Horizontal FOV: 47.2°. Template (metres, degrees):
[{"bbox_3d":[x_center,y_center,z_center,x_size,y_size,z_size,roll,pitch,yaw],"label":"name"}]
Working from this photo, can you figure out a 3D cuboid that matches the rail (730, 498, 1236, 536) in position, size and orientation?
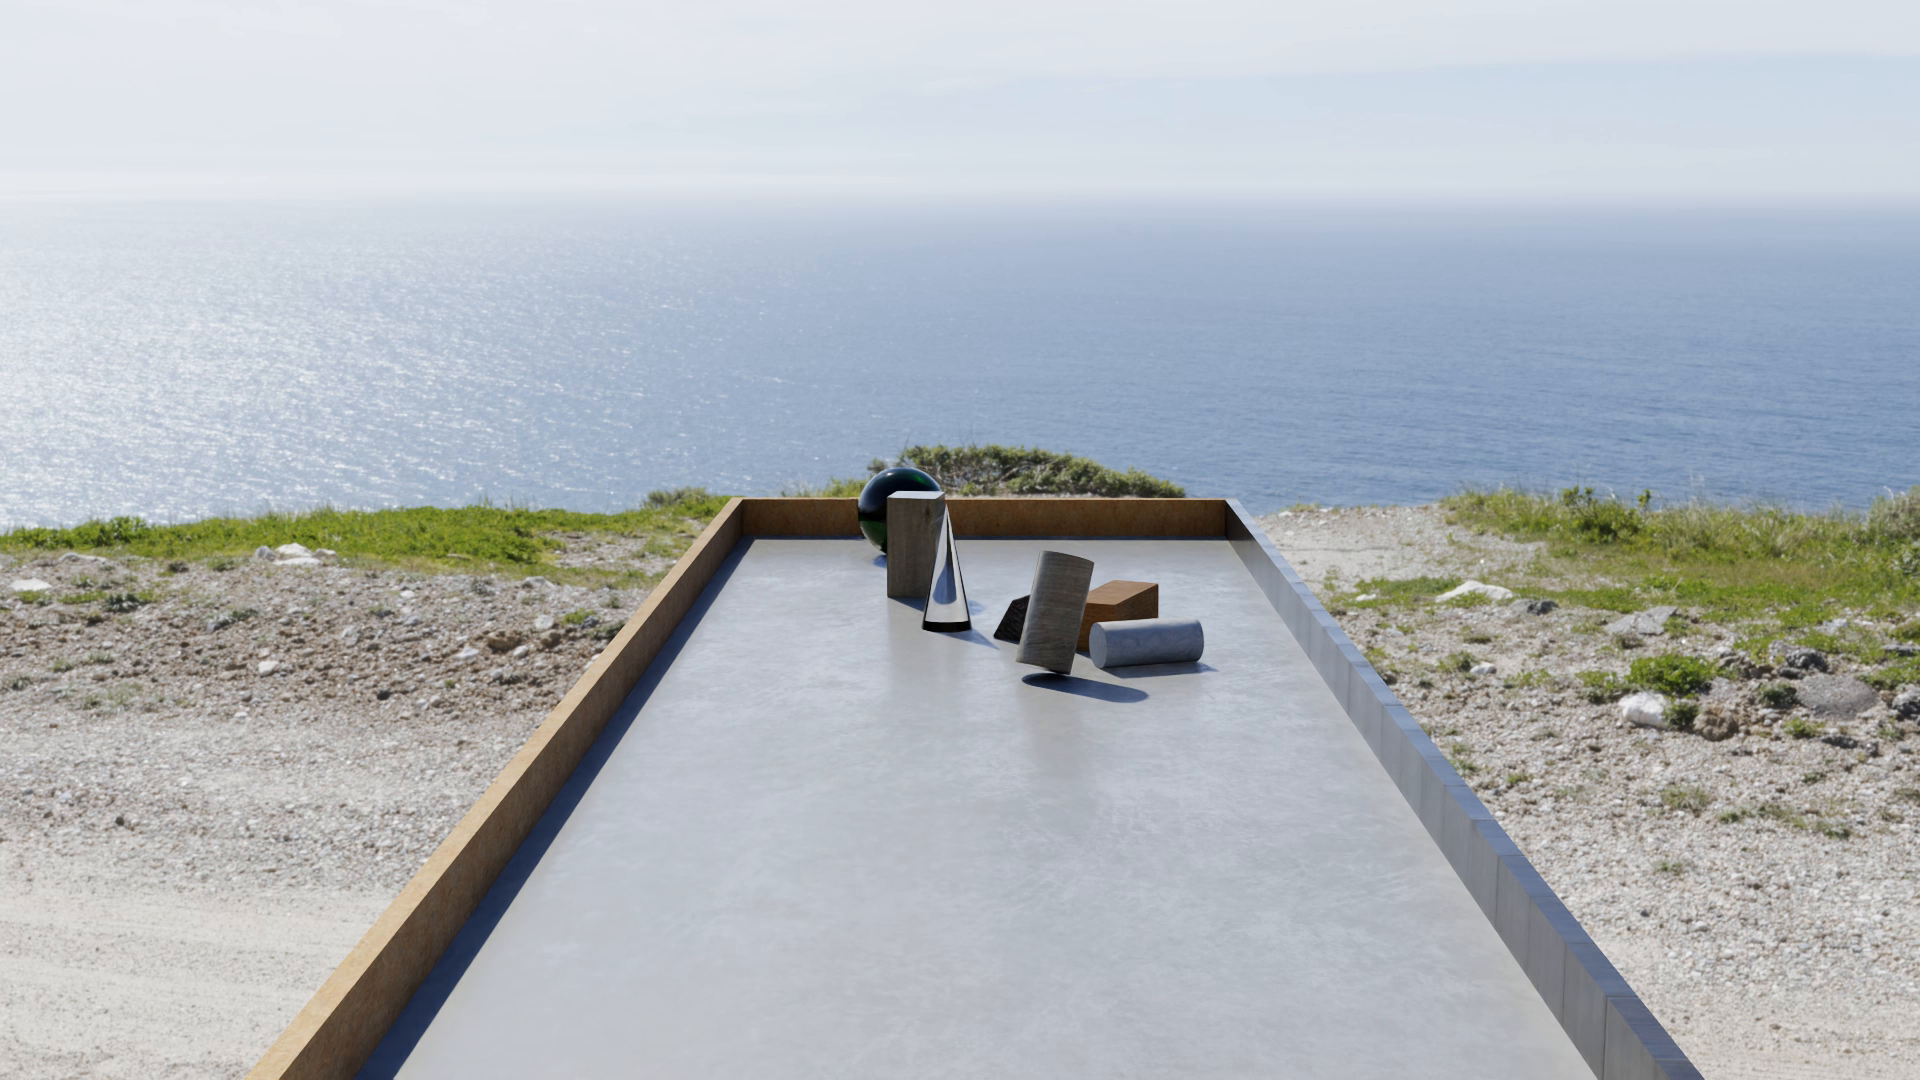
[{"bbox_3d":[0.099,-0.098,9.147,2.100,0.150,0.050,0,9,1],"label":"rail"}]

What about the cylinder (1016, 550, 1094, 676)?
[{"bbox_3d":[0.279,0.214,6.465,0.165,0.337,0.165,13,-6,1],"label":"cylinder"}]

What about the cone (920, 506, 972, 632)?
[{"bbox_3d":[-0.044,0.083,7.171,0.170,0.411,0.170,0,9,0],"label":"cone"}]

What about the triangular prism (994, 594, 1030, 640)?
[{"bbox_3d":[0.276,0.223,7.169,0.147,0.128,0.439,5,10,28],"label":"triangular prism"}]

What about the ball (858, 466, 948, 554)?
[{"bbox_3d":[-0.225,-0.111,8.585,0.353,0.353,0.353,0,9,0],"label":"ball"}]

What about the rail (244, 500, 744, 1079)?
[{"bbox_3d":[-1.004,0.839,3.234,0.050,0.150,12.000,0,9,1],"label":"rail"}]

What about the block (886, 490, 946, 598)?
[{"bbox_3d":[-0.155,0.015,7.781,0.175,0.354,0.175,2,9,11],"label":"block"}]

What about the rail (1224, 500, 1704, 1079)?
[{"bbox_3d":[1.046,0.843,3.208,0.050,0.150,12.000,0,9,1],"label":"rail"}]

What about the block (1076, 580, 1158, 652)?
[{"bbox_3d":[0.490,0.242,6.990,0.155,0.155,0.414,4,10,24],"label":"block"}]

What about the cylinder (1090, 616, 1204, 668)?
[{"bbox_3d":[0.562,0.308,6.627,0.316,0.138,0.138,-3,10,-19],"label":"cylinder"}]
